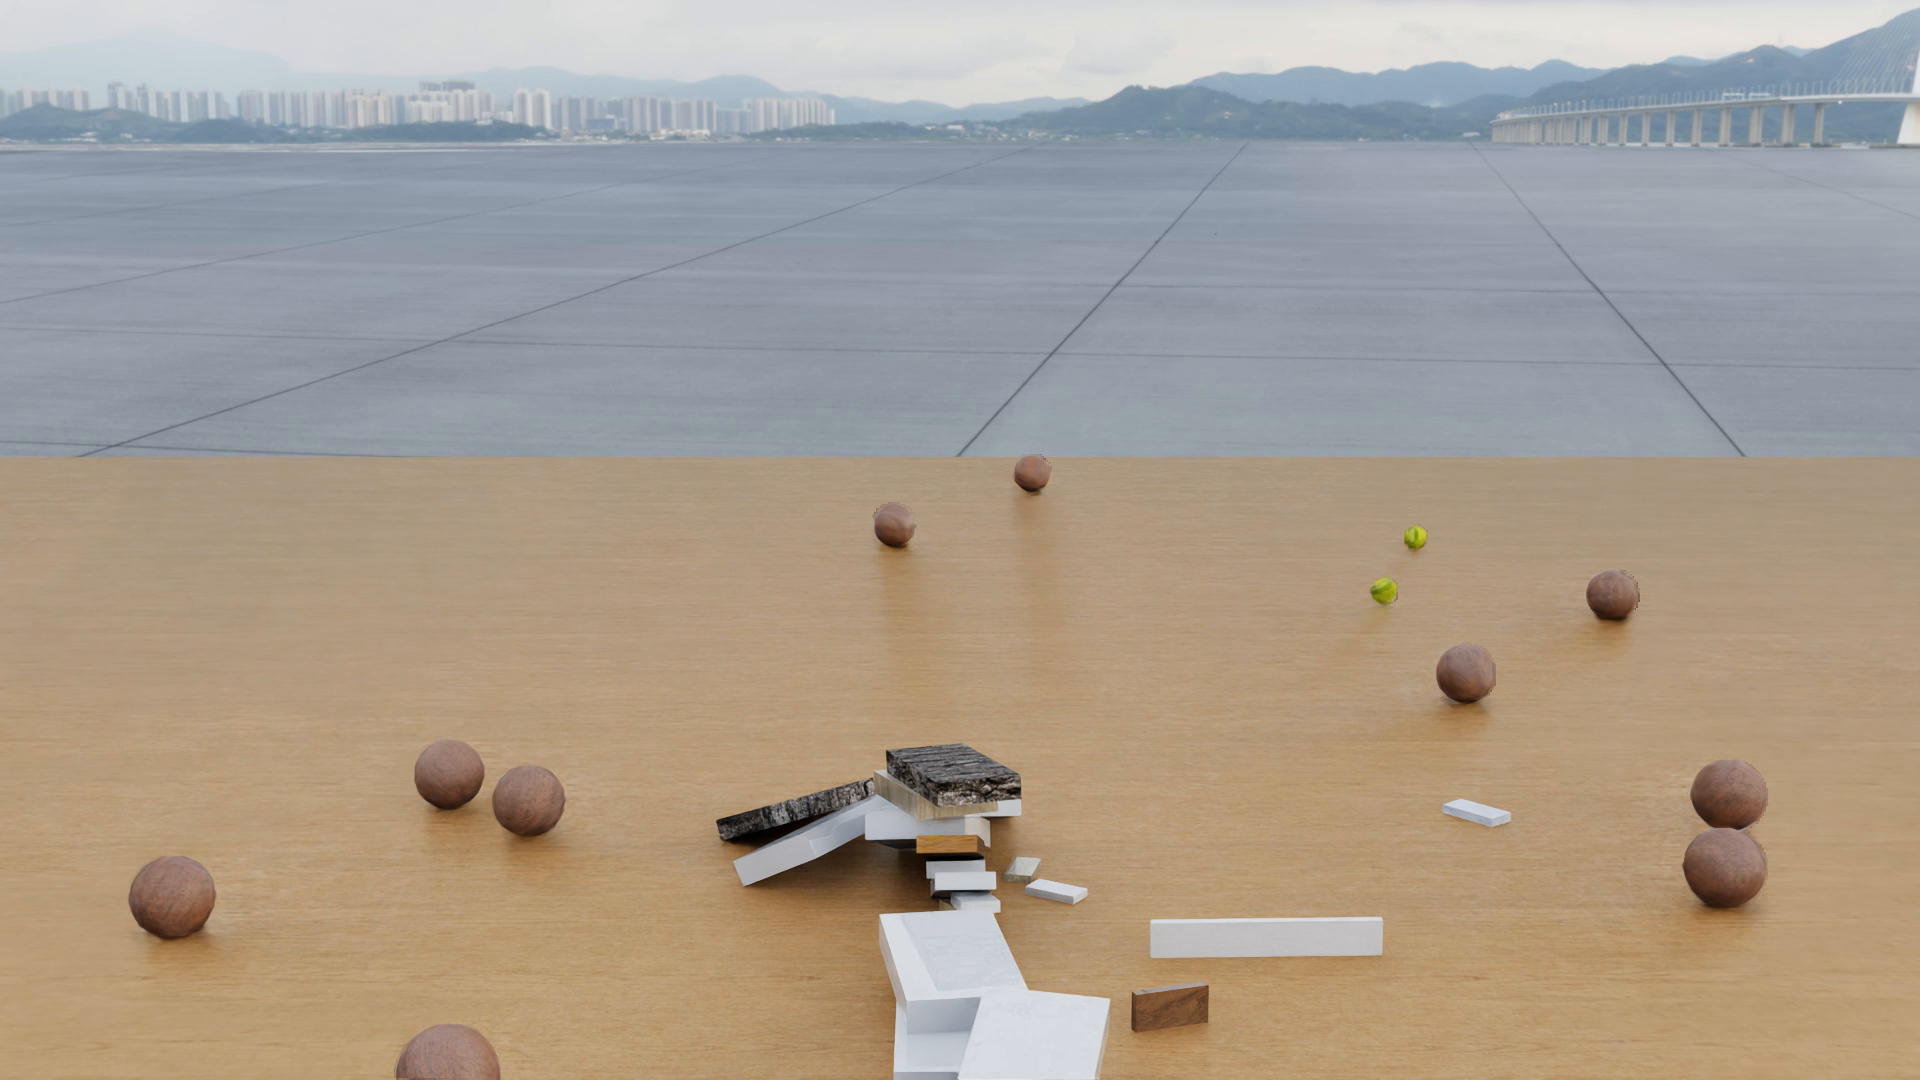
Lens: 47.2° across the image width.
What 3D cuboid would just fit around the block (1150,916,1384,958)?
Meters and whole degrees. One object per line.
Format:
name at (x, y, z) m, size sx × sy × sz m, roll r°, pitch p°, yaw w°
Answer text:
block at (0.472, 0.613, 3.391) m, size 0.358 × 0.056 × 0.016 m, roll 0°, pitch 11°, yaw -2°

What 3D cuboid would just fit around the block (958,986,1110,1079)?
block at (0.087, 0.690, 2.800) m, size 0.169 × 0.048 × 0.338 m, roll 4°, pitch 22°, yaw 9°

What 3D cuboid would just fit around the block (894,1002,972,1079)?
block at (-0.004, 0.684, 3.031) m, size 0.169 × 0.048 × 0.338 m, roll 0°, pitch 11°, yaw -1°

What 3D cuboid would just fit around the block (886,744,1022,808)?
block at (-0.015, 0.379, 3.567) m, size 0.134 × 0.038 × 0.347 m, roll -4°, pitch 4°, yaw -15°

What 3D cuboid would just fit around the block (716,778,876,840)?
block at (-0.294, 0.487, 3.989) m, size 0.268 × 0.038 × 0.134 m, roll -10°, pitch -7°, yaw -43°

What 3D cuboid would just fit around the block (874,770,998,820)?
block at (-0.043, 0.414, 3.634) m, size 0.134 × 0.038 × 0.268 m, roll -4°, pitch 4°, yaw -17°

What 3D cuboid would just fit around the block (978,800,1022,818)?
block at (0.017, 0.470, 3.914) m, size 0.164 × 0.046 × 0.328 m, roll 0°, pitch -8°, yaw -2°

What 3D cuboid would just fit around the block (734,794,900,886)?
block at (-0.230, 0.507, 3.802) m, size 0.164 × 0.046 × 0.328 m, roll -25°, pitch -4°, yaw 31°

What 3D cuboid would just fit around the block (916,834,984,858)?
block at (-0.014, 0.499, 3.572) m, size 0.096 × 0.027 × 0.193 m, roll -2°, pitch -11°, yaw 4°

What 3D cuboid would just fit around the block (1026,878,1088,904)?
block at (0.160, 0.585, 3.661) m, size 0.093 × 0.013 × 0.046 m, roll 7°, pitch 12°, yaw 32°

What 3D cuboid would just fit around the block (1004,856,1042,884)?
block at (0.108, 0.565, 3.767) m, size 0.046 × 0.013 × 0.093 m, roll 2°, pitch 11°, yaw 12°

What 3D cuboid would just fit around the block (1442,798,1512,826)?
block at (0.958, 0.506, 4.079) m, size 0.056 × 0.016 × 0.112 m, roll -9°, pitch 14°, yaw -39°

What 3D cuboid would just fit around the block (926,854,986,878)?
block at (-0.006, 0.546, 3.693) m, size 0.096 × 0.027 × 0.193 m, roll -1°, pitch -4°, yaw 0°

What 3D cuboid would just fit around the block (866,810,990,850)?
block at (-0.050, 0.492, 3.728) m, size 0.164 × 0.046 × 0.328 m, roll -2°, pitch -11°, yaw 8°

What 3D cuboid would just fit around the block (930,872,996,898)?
block at (0.004, 0.559, 3.562) m, size 0.096 × 0.027 × 0.193 m, roll -1°, pitch -13°, yaw -3°

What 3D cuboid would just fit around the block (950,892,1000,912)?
block at (0.024, 0.572, 3.470) m, size 0.062 × 0.017 × 0.123 m, roll 0°, pitch -3°, yaw -8°

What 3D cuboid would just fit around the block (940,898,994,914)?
block at (0.010, 0.592, 3.530) m, size 0.062 × 0.017 × 0.123 m, roll 1°, pitch -3°, yaw -13°

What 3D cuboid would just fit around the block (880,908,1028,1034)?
block at (-0.013, 0.613, 3.150) m, size 0.169 × 0.048 × 0.338 m, roll -2°, pitch 11°, yaw -8°

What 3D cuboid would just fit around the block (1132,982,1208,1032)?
block at (0.298, 0.663, 3.123) m, size 0.113 × 0.056 × 0.016 m, roll -4°, pitch 11°, yaw -19°
